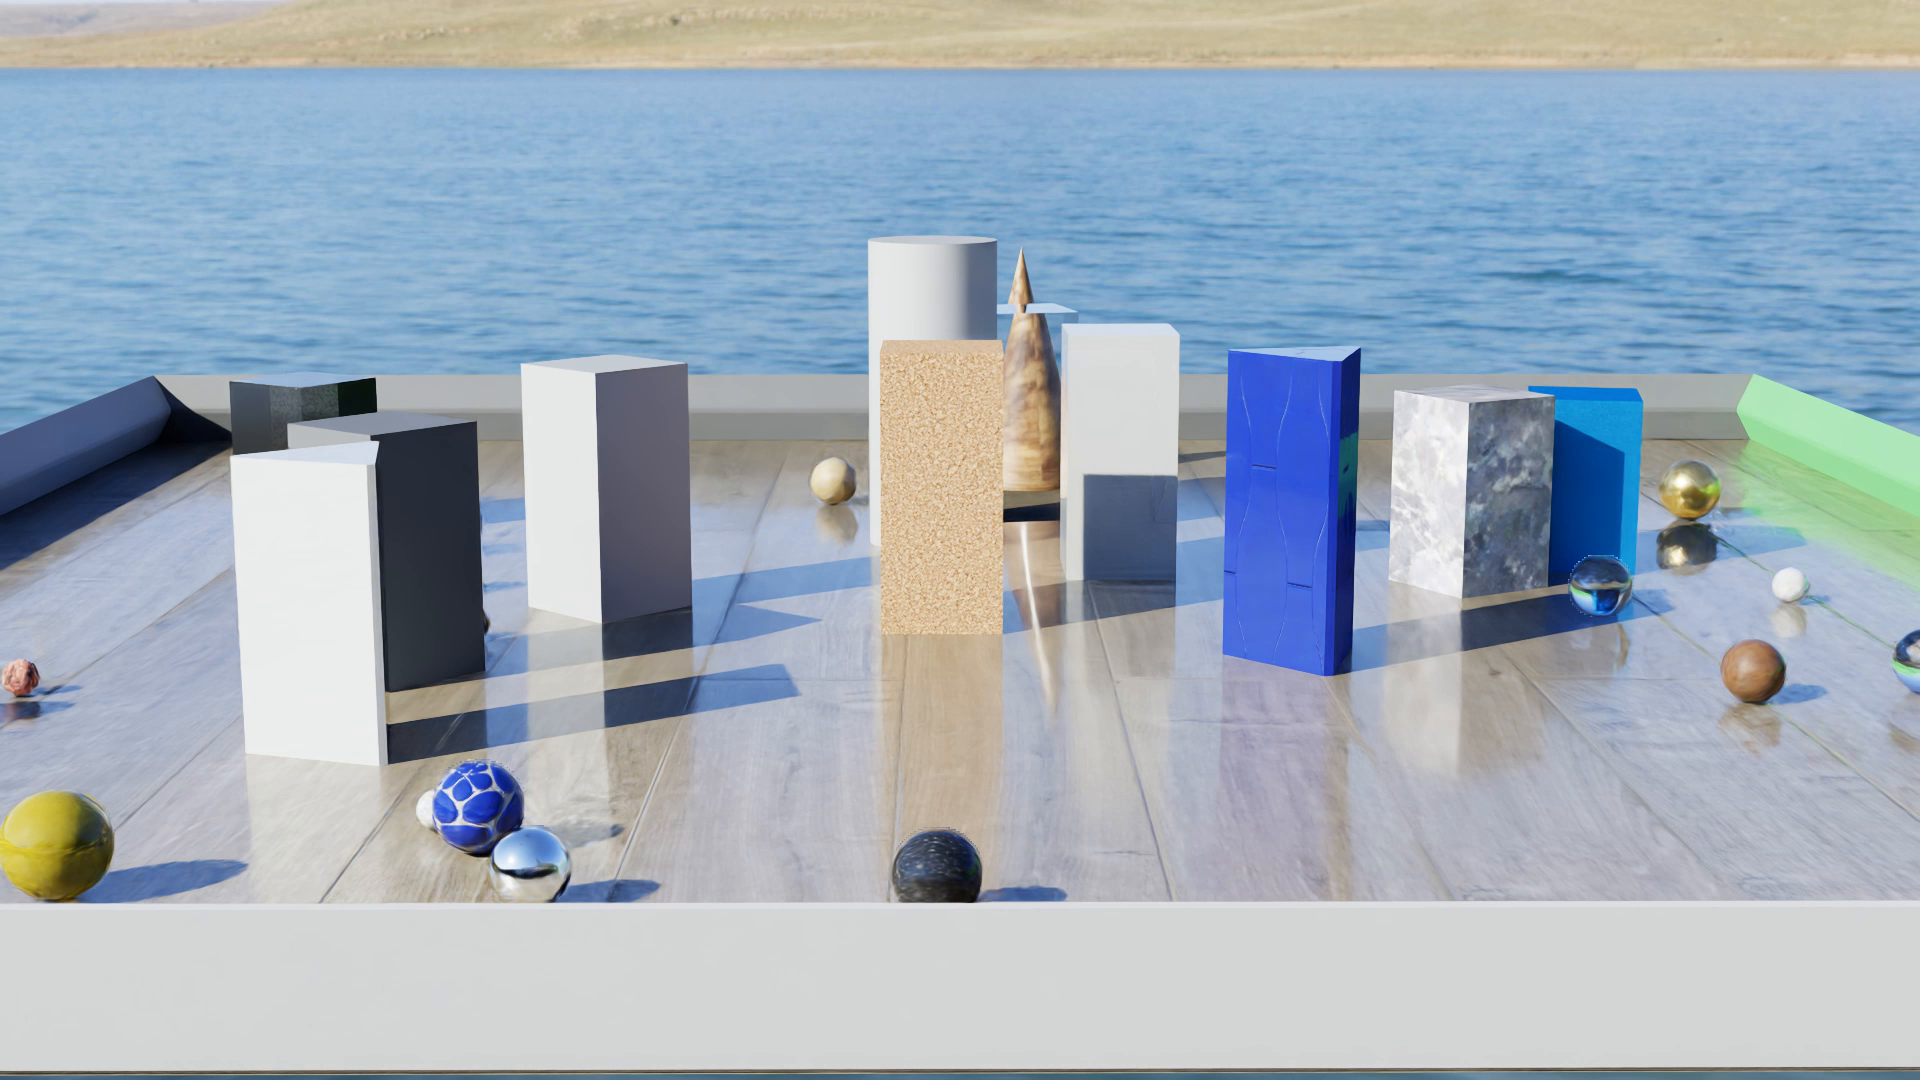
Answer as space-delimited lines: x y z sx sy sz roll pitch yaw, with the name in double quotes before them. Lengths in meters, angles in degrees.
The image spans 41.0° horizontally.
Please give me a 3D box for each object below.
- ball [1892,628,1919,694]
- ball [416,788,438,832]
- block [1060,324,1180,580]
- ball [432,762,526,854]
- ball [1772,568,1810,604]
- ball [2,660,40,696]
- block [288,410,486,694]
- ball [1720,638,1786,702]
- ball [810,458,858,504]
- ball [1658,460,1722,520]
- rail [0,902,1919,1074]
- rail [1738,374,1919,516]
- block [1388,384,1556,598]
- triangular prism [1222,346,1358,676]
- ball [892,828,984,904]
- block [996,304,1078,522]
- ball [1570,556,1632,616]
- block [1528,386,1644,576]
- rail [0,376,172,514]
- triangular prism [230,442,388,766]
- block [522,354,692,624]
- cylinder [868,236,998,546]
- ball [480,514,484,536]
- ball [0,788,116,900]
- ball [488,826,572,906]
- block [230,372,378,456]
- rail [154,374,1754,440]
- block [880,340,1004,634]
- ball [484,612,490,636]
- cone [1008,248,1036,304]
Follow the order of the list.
"ball" 1.133 0.142 3.004 0.078 0.078 0.078 0 10 0
"ball" -0.502 0.259 2.469 0.041 0.041 0.041 0 10 0
"block" 0.229 -0.131 3.722 0.157 0.352 0.157 0 11 -1
"ball" -0.450 0.250 2.396 0.086 0.086 0.086 0 10 0
"ball" 1.136 0.063 3.509 0.049 0.049 0.049 0 10 0
"ball" -1.099 0.161 3.000 0.042 0.042 0.042 0 10 0
"block" -0.689 0.010 3.087 0.157 0.306 0.157 9 14 39
"ball" 0.917 0.151 2.966 0.073 0.073 0.073 0 10 0
"ball" -0.211 -0.098 4.299 0.078 0.078 0.078 0 10 0
"ball" 1.183 -0.082 4.157 0.098 0.098 0.098 0 10 0
"rail" 0.009 0.322 1.888 3.136 0.128 0.045 0 10 0
"rail" 1.544 0.031 3.458 0.045 0.128 3.222 0 10 0
"block" 0.722 -0.072 3.626 0.157 0.272 0.157 -6 12 -29
"triangular prism" 0.441 -0.044 3.171 0.147 0.382 0.170 -10 14 -42
"ball" -0.020 0.288 2.209 0.079 0.079 0.079 0 10 0
"block" 0.096 -0.209 4.188 0.157 0.337 0.157 -2 11 -12
"ball" 0.857 0.062 3.426 0.080 0.080 0.080 0 10 0
"block" 0.913 -0.090 3.775 0.157 0.253 0.157 2 11 11
"rail" -1.544 0.034 3.440 0.045 0.128 3.222 0 10 0
"triangular prism" -0.663 0.062 2.767 0.170 0.321 0.147 4 11 19
"block" -0.476 -0.073 3.467 0.157 0.332 0.157 10 14 43
"cylinder" -0.042 -0.228 3.939 0.197 0.464 0.197 0 10 0
"ball" -0.764 -0.024 3.852 0.094 0.094 0.094 0 10 0
"ball" -0.797 0.269 2.263 0.098 0.098 0.098 0 10 0
"ball" -0.375 0.287 2.237 0.073 0.073 0.073 0 10 0
"block" -1.027 -0.132 4.032 0.157 0.242 0.157 7 12 32
"rail" -0.009 -0.256 5.010 3.136 0.128 0.045 0 10 0
"block" -0.023 -0.072 3.367 0.157 0.365 0.157 0 10 0
"ball" -0.624 0.107 3.286 0.044 0.044 0.044 0 10 0
"cone" 0.109 -0.316 4.557 0.197 0.411 0.197 0 10 0
